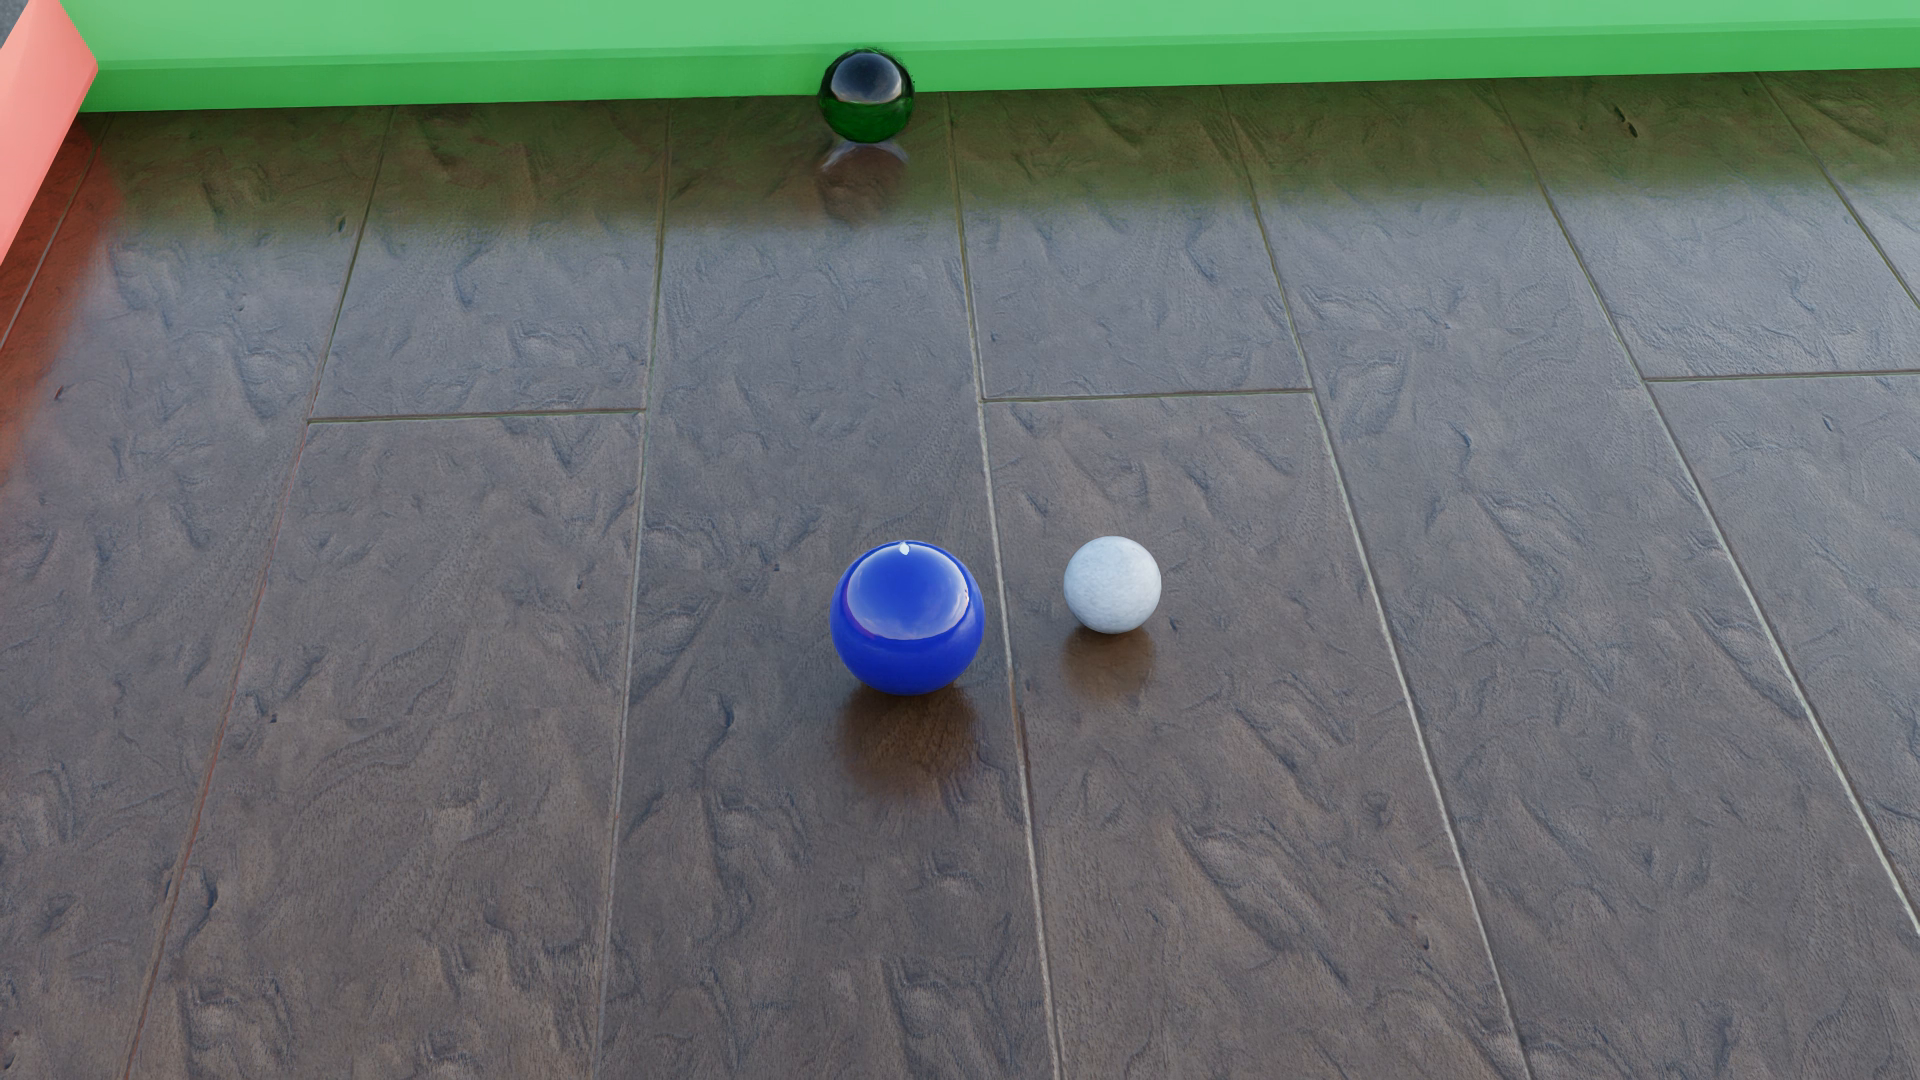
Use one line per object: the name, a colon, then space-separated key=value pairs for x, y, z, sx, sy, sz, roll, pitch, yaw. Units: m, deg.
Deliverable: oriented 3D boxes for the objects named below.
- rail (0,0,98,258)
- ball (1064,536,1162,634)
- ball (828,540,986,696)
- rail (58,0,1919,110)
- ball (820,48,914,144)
rail: x=-0.735 y=0.004 z=1.654 sx=0.045 sy=0.128 sz=1.529 roll=-2 pitch=36 yaw=-3
ball: x=0.100 y=0.029 z=1.676 sx=0.064 sy=0.064 sz=0.064 roll=0 pitch=36 yaw=0
ball: x=-0.033 y=0.049 z=1.619 sx=0.099 sy=0.099 sz=0.099 roll=0 pitch=36 yaw=0
rail: x=0.718 y=-0.475 z=2.323 sx=3.039 sy=0.128 sz=0.045 roll=-2 pitch=36 yaw=-3
ball: x=-0.082 y=-0.388 z=2.243 sx=0.083 sy=0.083 sz=0.083 roll=0 pitch=36 yaw=0
